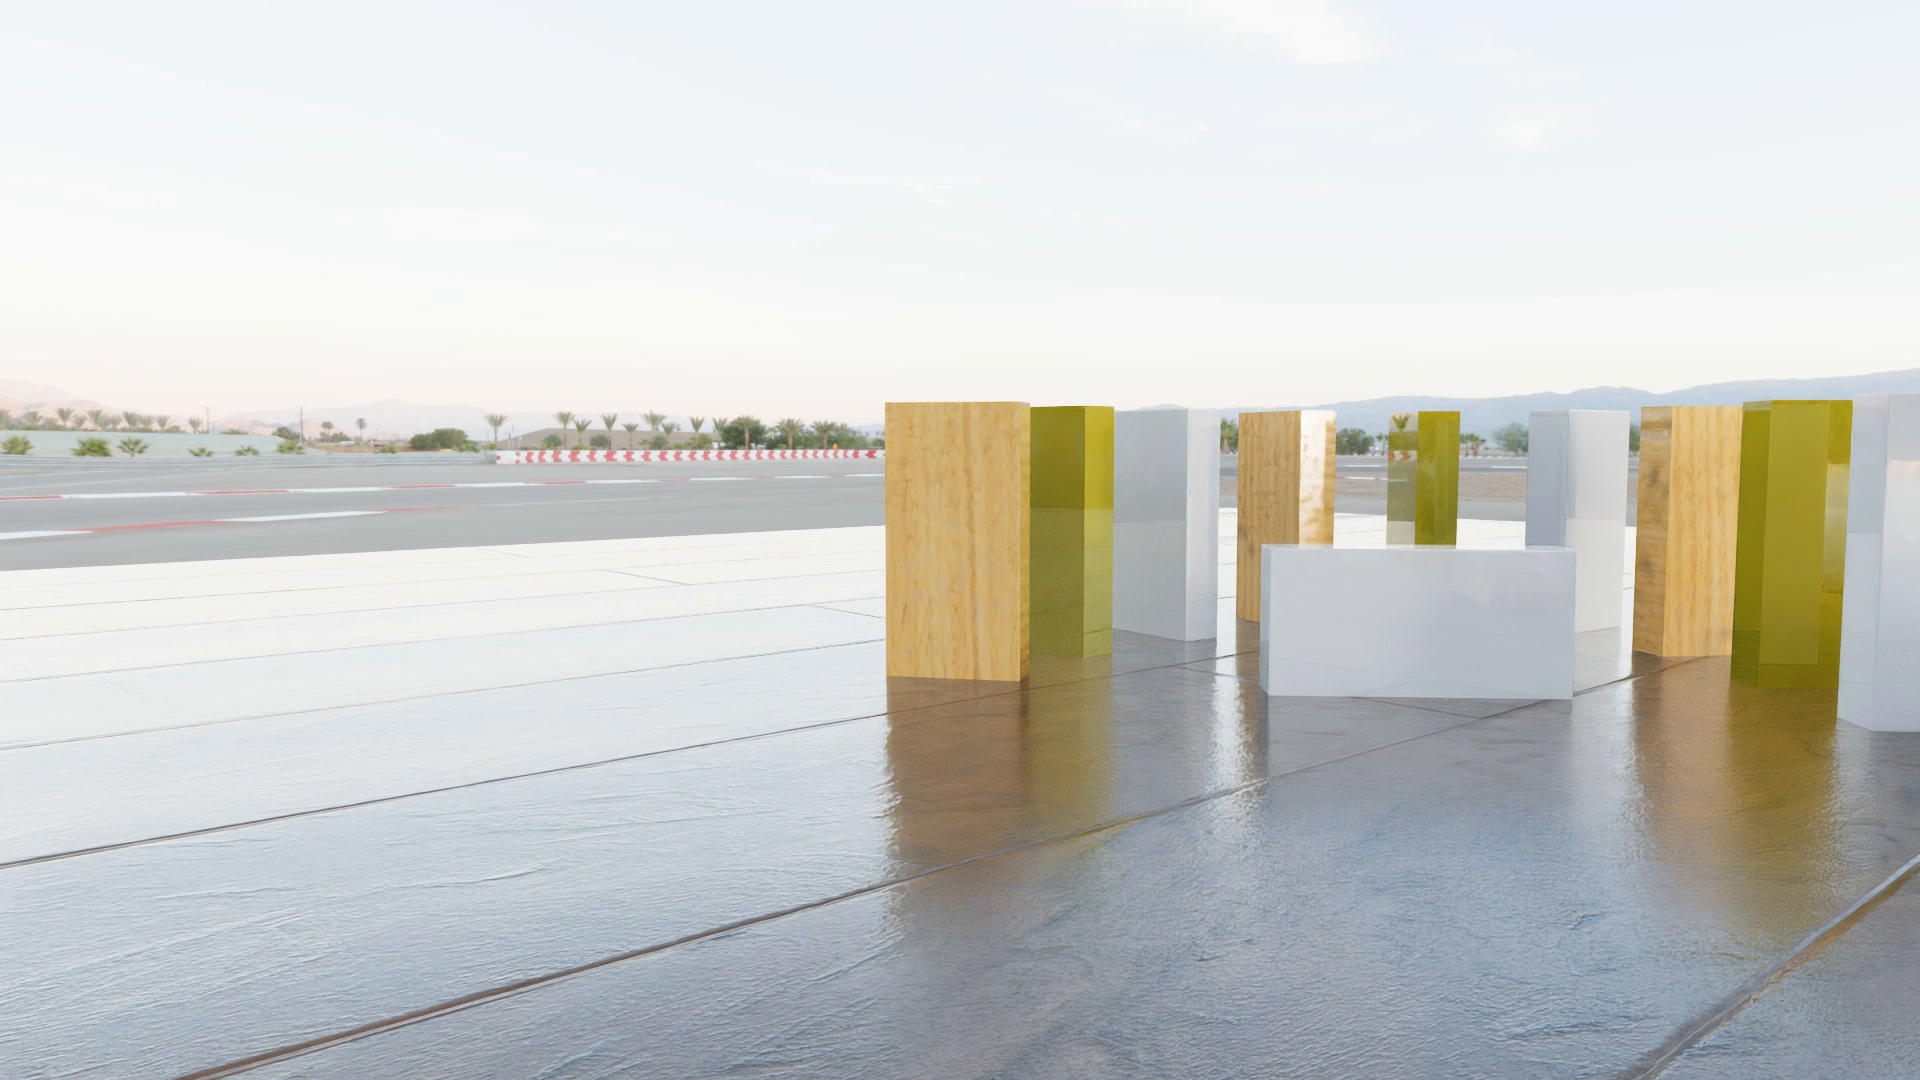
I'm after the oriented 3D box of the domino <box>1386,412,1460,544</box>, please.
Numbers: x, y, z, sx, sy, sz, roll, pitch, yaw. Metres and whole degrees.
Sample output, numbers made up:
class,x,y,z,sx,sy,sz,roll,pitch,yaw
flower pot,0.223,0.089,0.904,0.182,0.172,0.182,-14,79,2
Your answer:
class,x,y,z,sx,sy,sz,roll,pitch,yaw
domino,0.111,-0.006,0.310,0.010,0.050,0.025,0,4,4

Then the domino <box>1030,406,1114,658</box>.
class,x,y,z,sx,sy,sz,roll,pitch,yaw
domino,0.019,-0.002,0.265,0.025,0.050,0.010,4,6,43

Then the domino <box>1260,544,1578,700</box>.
class,x,y,z,sx,sy,sz,roll,pitch,yaw
domino,0.077,0.014,0.219,0.050,0.025,0.010,0,4,4

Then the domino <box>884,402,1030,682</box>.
class,x,y,z,sx,sy,sz,roll,pitch,yaw
domino,0.000,0.000,0.236,0.025,0.050,0.009,1,4,13

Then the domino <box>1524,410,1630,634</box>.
class,x,y,z,sx,sy,sz,roll,pitch,yaw
domino,0.141,-0.005,0.294,0.025,0.050,0.009,-3,5,-34

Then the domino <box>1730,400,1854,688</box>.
class,x,y,z,sx,sy,sz,roll,pitch,yaw
domino,0.153,0.001,0.226,0.025,0.050,0.010,0,4,5

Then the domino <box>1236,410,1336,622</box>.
class,x,y,z,sx,sy,sz,roll,pitch,yaw
domino,0.077,-0.005,0.304,0.010,0.050,0.025,-2,5,-21

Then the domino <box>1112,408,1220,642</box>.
class,x,y,z,sx,sy,sz,roll,pitch,yaw
domino,0.046,-0.004,0.288,0.010,0.050,0.025,-3,5,-34

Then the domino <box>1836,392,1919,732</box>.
class,x,y,z,sx,sy,sz,roll,pitch,yaw
domino,0.148,0.003,0.191,0.025,0.050,0.010,1,4,8

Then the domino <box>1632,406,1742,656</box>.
class,x,y,z,sx,sy,sz,roll,pitch,yaw
domino,0.152,-0.002,0.261,0.025,0.050,0.010,-1,4,-8
